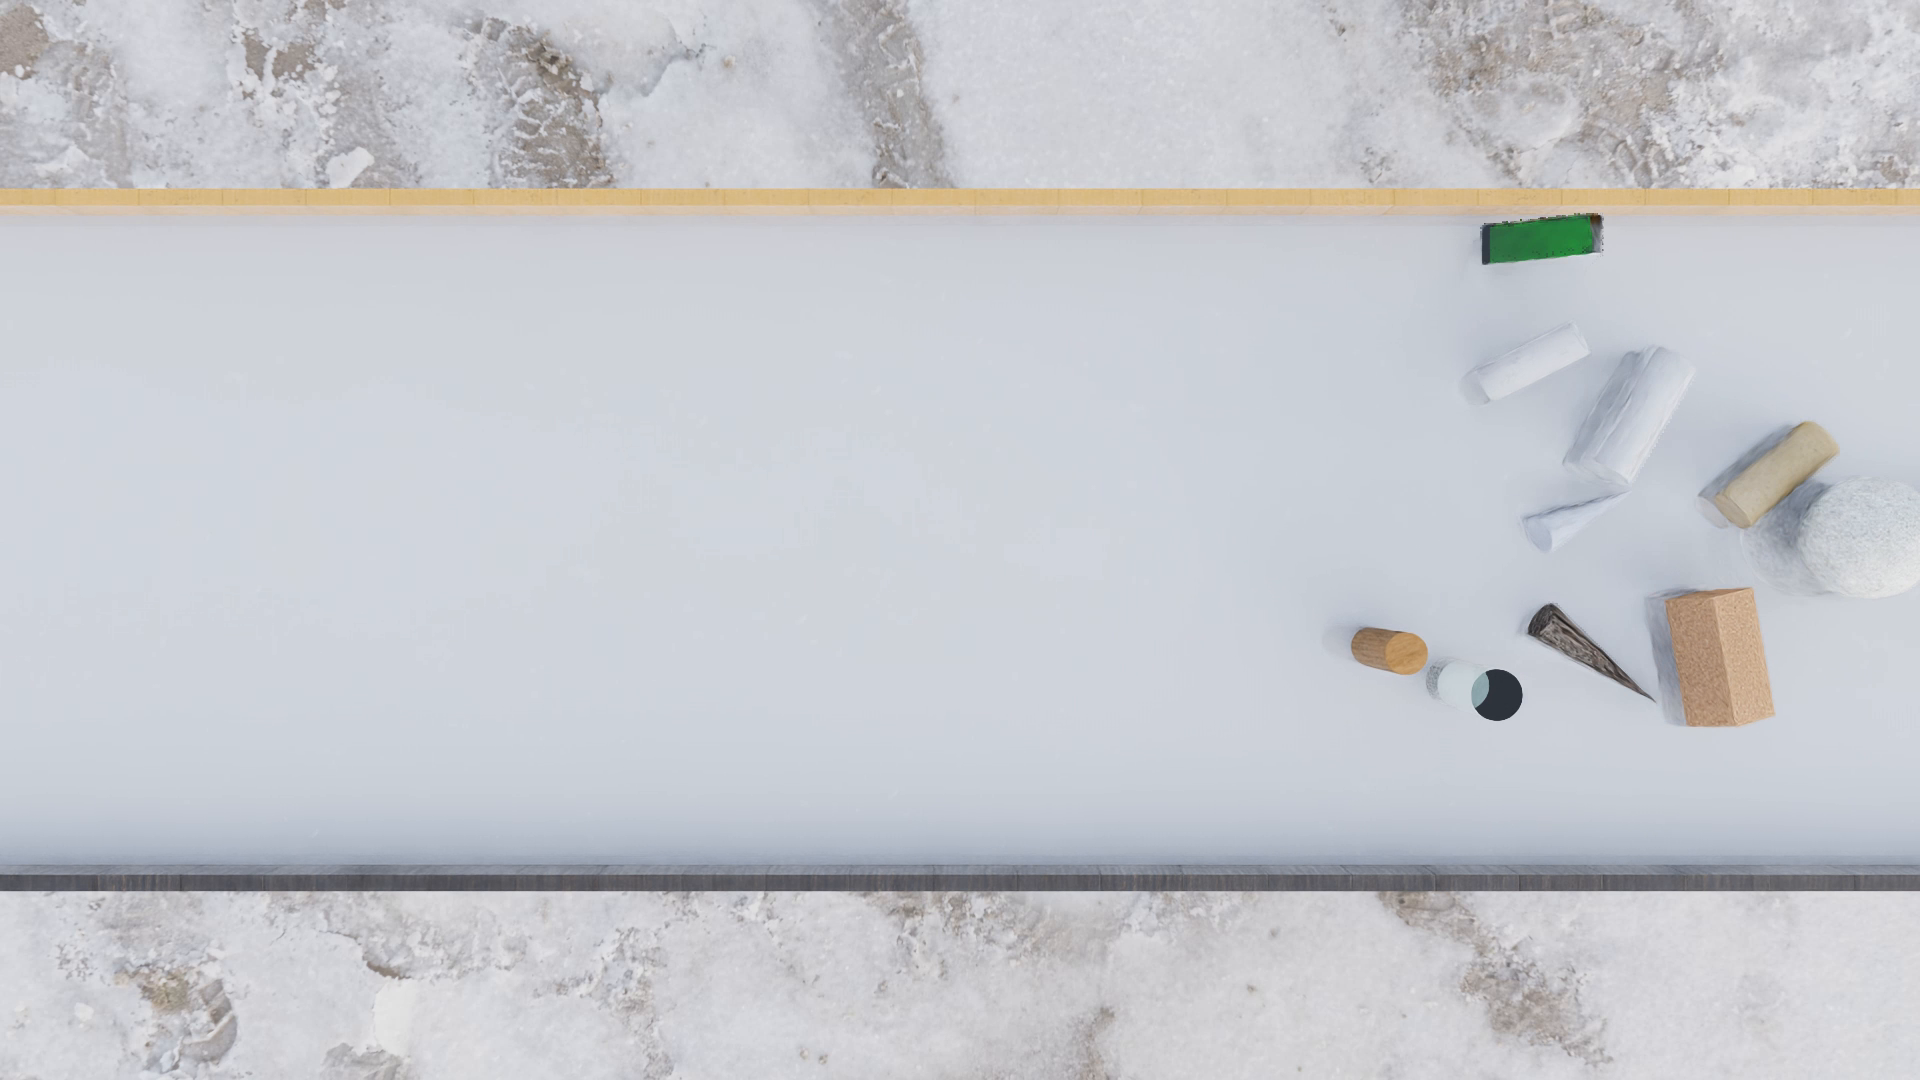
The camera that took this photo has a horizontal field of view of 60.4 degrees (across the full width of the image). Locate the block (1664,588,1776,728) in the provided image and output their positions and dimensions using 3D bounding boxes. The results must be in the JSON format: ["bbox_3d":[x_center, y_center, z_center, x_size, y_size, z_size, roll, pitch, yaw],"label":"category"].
[{"bbox_3d":[2.284,0.353,4.960,0.174,0.174,0.388,-10,90,-27],"label":"block"}]

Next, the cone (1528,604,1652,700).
[{"bbox_3d":[1.956,0.371,5.048,0.458,0.116,0.116,35,90,-7],"label":"cone"}]

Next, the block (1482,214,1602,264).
[{"bbox_3d":[1.738,-0.897,4.930,0.319,0.113,0.113,0,98,36],"label":"block"}]

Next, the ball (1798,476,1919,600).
[{"bbox_3d":[2.690,-0.007,4.894,0.366,0.366,0.366,0,90,0],"label":"ball"}]

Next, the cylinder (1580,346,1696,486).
[{"bbox_3d":[2.054,-0.377,4.998,0.158,0.158,0.396,30,90,0],"label":"cylinder"}]

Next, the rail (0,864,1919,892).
[{"bbox_3d":[-2.247,1.025,5.001,12.000,0.150,0.050,0,90,0],"label":"rail"}]

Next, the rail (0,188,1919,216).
[{"bbox_3d":[-2.247,-1.025,5.002,12.000,0.150,0.050,0,90,0],"label":"rail"}]

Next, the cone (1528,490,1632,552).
[{"bbox_3d":[1.919,-0.086,5.047,0.343,0.120,0.120,-24,90,-10],"label":"cone"}]

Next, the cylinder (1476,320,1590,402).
[{"bbox_3d":[1.719,-0.535,4.956,0.304,0.112,0.112,-29,90,28],"label":"cylinder"}]

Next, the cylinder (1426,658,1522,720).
[{"bbox_3d":[1.507,0.435,4.853,0.146,0.448,0.146,0,90,0],"label":"cylinder"}]

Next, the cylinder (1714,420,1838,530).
[{"bbox_3d":[2.476,-0.198,5.007,0.351,0.138,0.138,-40,90,0],"label":"cylinder"}]

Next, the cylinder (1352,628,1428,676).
[{"bbox_3d":[1.263,0.325,4.868,0.121,0.415,0.121,0,89,0],"label":"cylinder"}]
